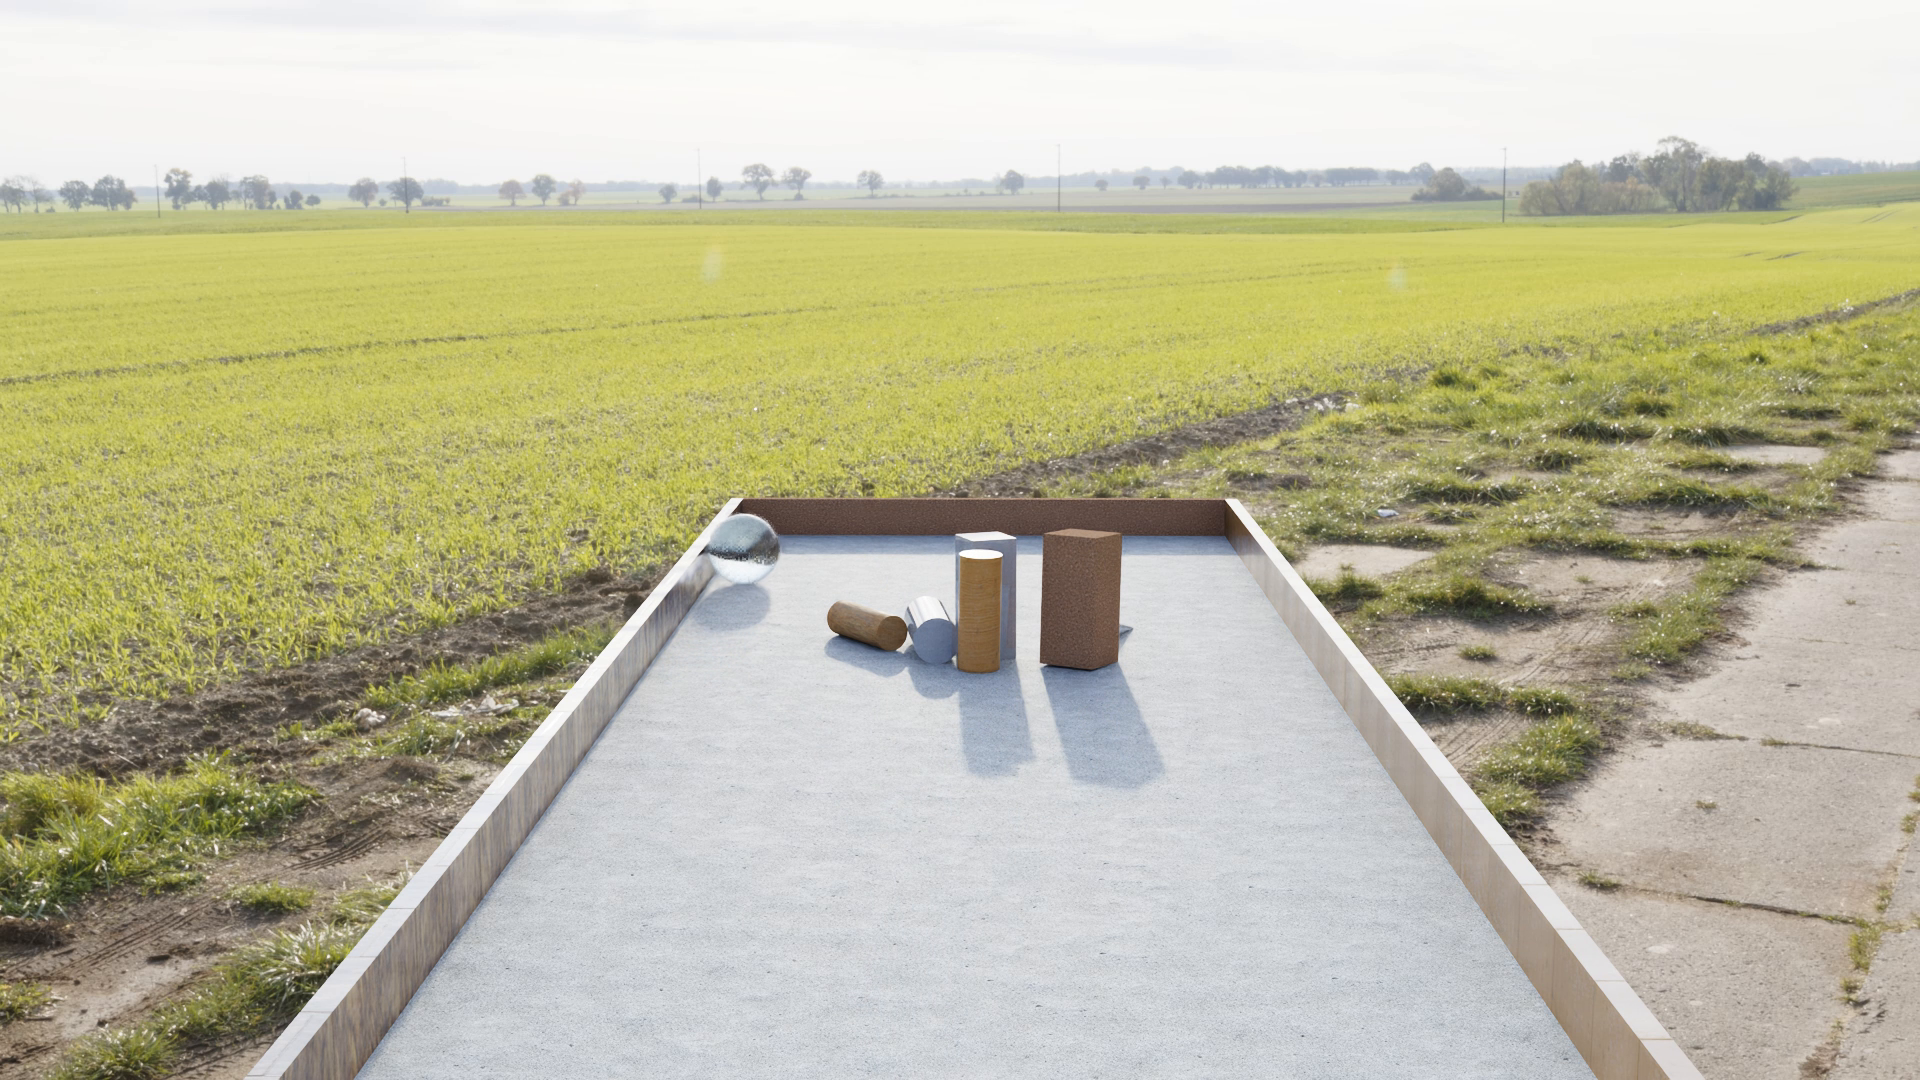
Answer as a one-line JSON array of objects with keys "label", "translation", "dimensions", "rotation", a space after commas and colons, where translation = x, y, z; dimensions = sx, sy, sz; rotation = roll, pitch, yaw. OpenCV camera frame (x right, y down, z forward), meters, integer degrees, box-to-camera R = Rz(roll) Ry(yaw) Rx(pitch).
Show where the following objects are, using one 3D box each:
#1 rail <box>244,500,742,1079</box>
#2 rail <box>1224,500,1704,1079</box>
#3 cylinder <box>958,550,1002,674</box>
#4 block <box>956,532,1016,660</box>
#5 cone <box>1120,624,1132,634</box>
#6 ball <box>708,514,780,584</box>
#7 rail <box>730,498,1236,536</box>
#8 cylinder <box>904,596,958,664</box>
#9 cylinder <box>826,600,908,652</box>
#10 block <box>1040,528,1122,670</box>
[{"label": "rail", "translation": [-1.004, 0.839, 3.234], "dimensions": [0.050, 0.150, 12.000], "rotation": [0, 9, 1]}, {"label": "rail", "translation": [1.046, 0.843, 3.208], "dimensions": [0.050, 0.150, 12.000], "rotation": [0, 9, 1]}, {"label": "cylinder", "translation": [0.059, 0.213, 6.538], "dimensions": [0.127, 0.348, 0.127], "rotation": [1, 11, 0]}, {"label": "block", "translation": [0.079, 0.172, 6.733], "dimensions": [0.143, 0.372, 0.143], "rotation": [-4, 10, -22]}, {"label": "cone", "translation": [0.483, 0.287, 7.022], "dimensions": [0.110, 0.110, 0.380], "rotation": [5, 2, 27]}, {"label": "ball", "translation": [-0.785, 0.034, 7.977], "dimensions": [0.257, 0.257, 0.257], "rotation": [0, 9, 0]}, {"label": "rail", "translation": [0.099, -0.098, 9.147], "dimensions": [2.100, 0.150, 0.050], "rotation": [0, 9, 1]}, {"label": "cylinder", "translation": [-0.088, 0.277, 6.809], "dimensions": [0.143, 0.143, 0.360], "rotation": [-1, 9, -6]}, {"label": "cylinder", "translation": [-0.295, 0.269, 6.953], "dimensions": [0.112, 0.112, 0.313], "rotation": [-6, 11, -32]}, {"label": "block", "translation": [0.364, 0.175, 6.624], "dimensions": [0.177, 0.393, 0.177], "rotation": [5, 8, 30]}]
